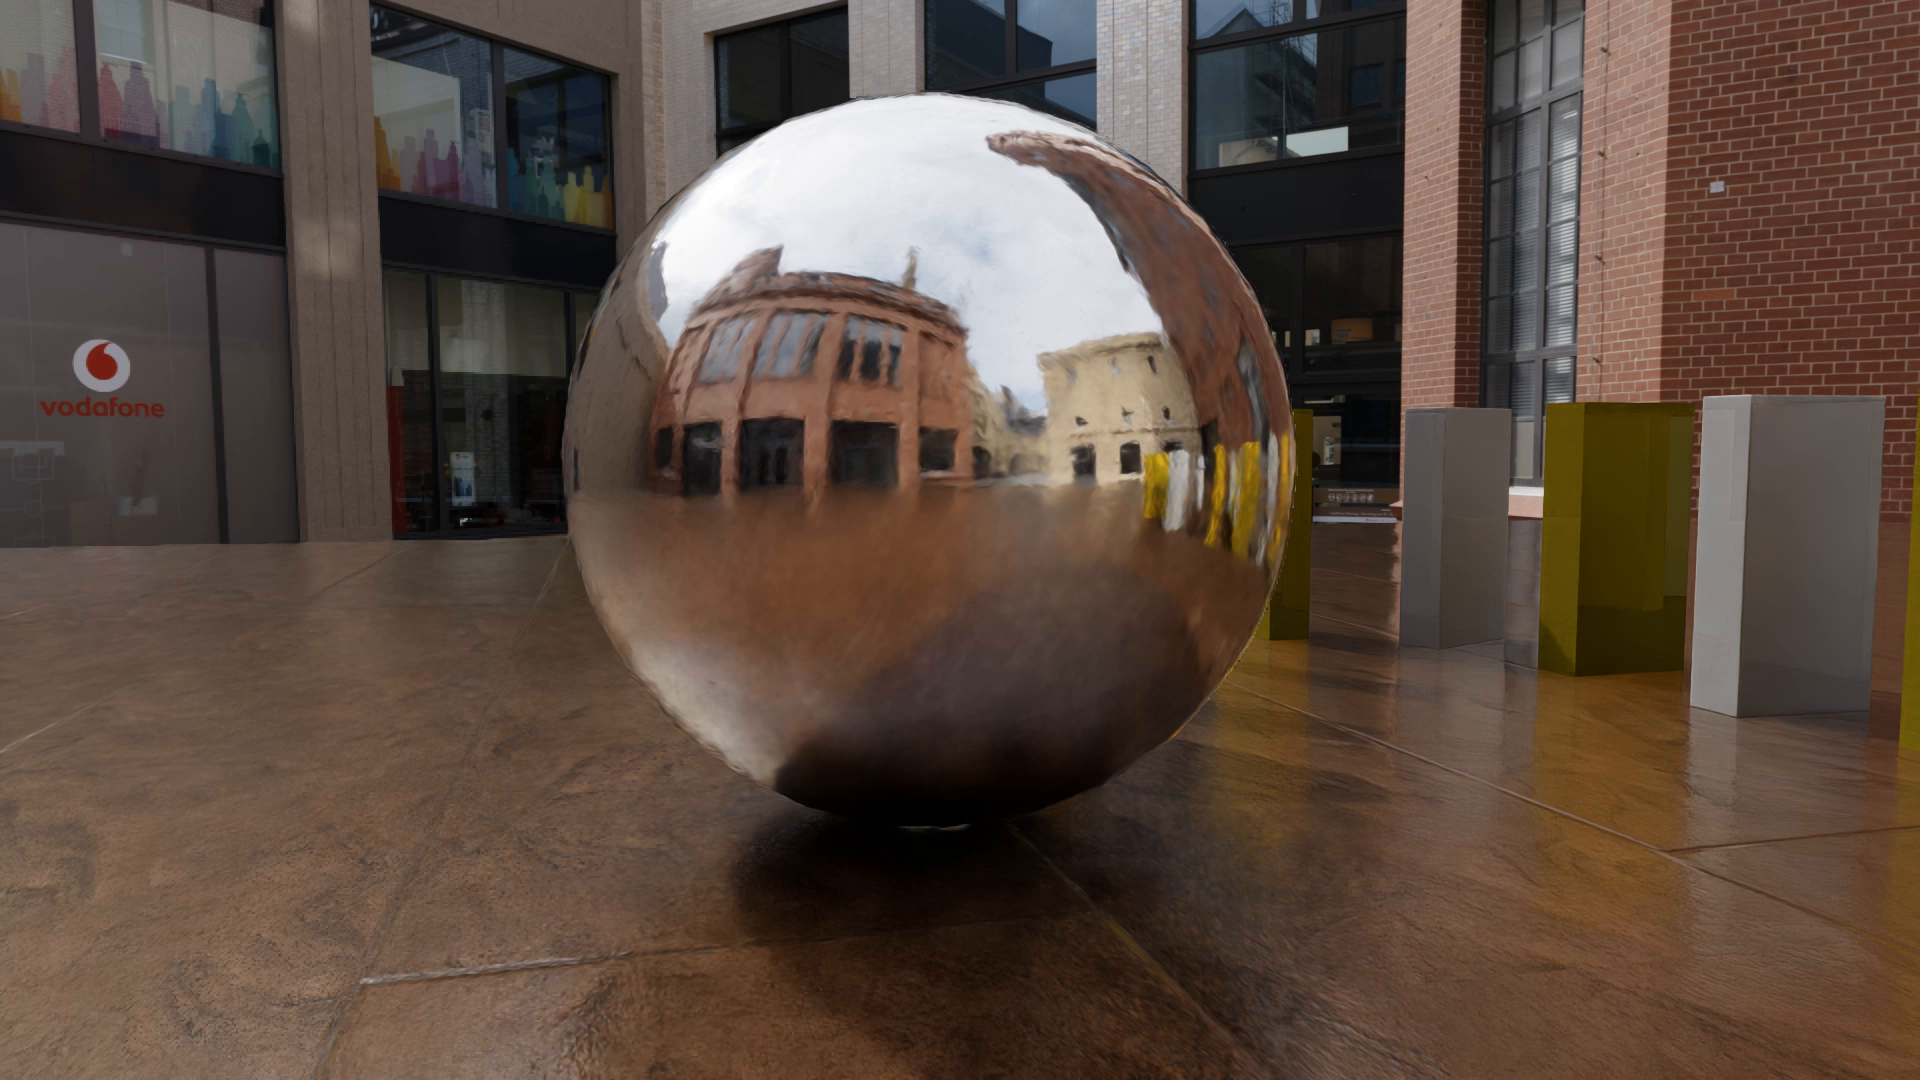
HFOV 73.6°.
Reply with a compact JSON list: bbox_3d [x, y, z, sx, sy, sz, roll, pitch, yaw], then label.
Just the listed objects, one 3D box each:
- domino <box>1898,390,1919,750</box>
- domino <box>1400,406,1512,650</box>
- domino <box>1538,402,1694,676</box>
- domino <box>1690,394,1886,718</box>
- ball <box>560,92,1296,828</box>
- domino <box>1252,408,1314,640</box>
[{"bbox_3d":[0.139,0.005,0.168,0.009,0.050,0.025,-1,4,-9],"label":"domino"},{"bbox_3d":[0.106,-0.003,0.275,0.025,0.050,0.010,-3,5,-37],"label":"domino"},{"bbox_3d":[0.123,-0.001,0.241,0.025,0.050,0.010,-1,4,-17],"label":"domino"},{"bbox_3d":[0.132,0.002,0.205,0.025,0.050,0.009,-1,4,-12],"label":"domino"},{"bbox_3d":[-0.003,-0.008,0.145,0.080,0.080,0.080,0,4,0],"label":"ball"},{"bbox_3d":[0.068,-0.004,0.289,0.010,0.050,0.025,-1,4,-15],"label":"domino"}]
